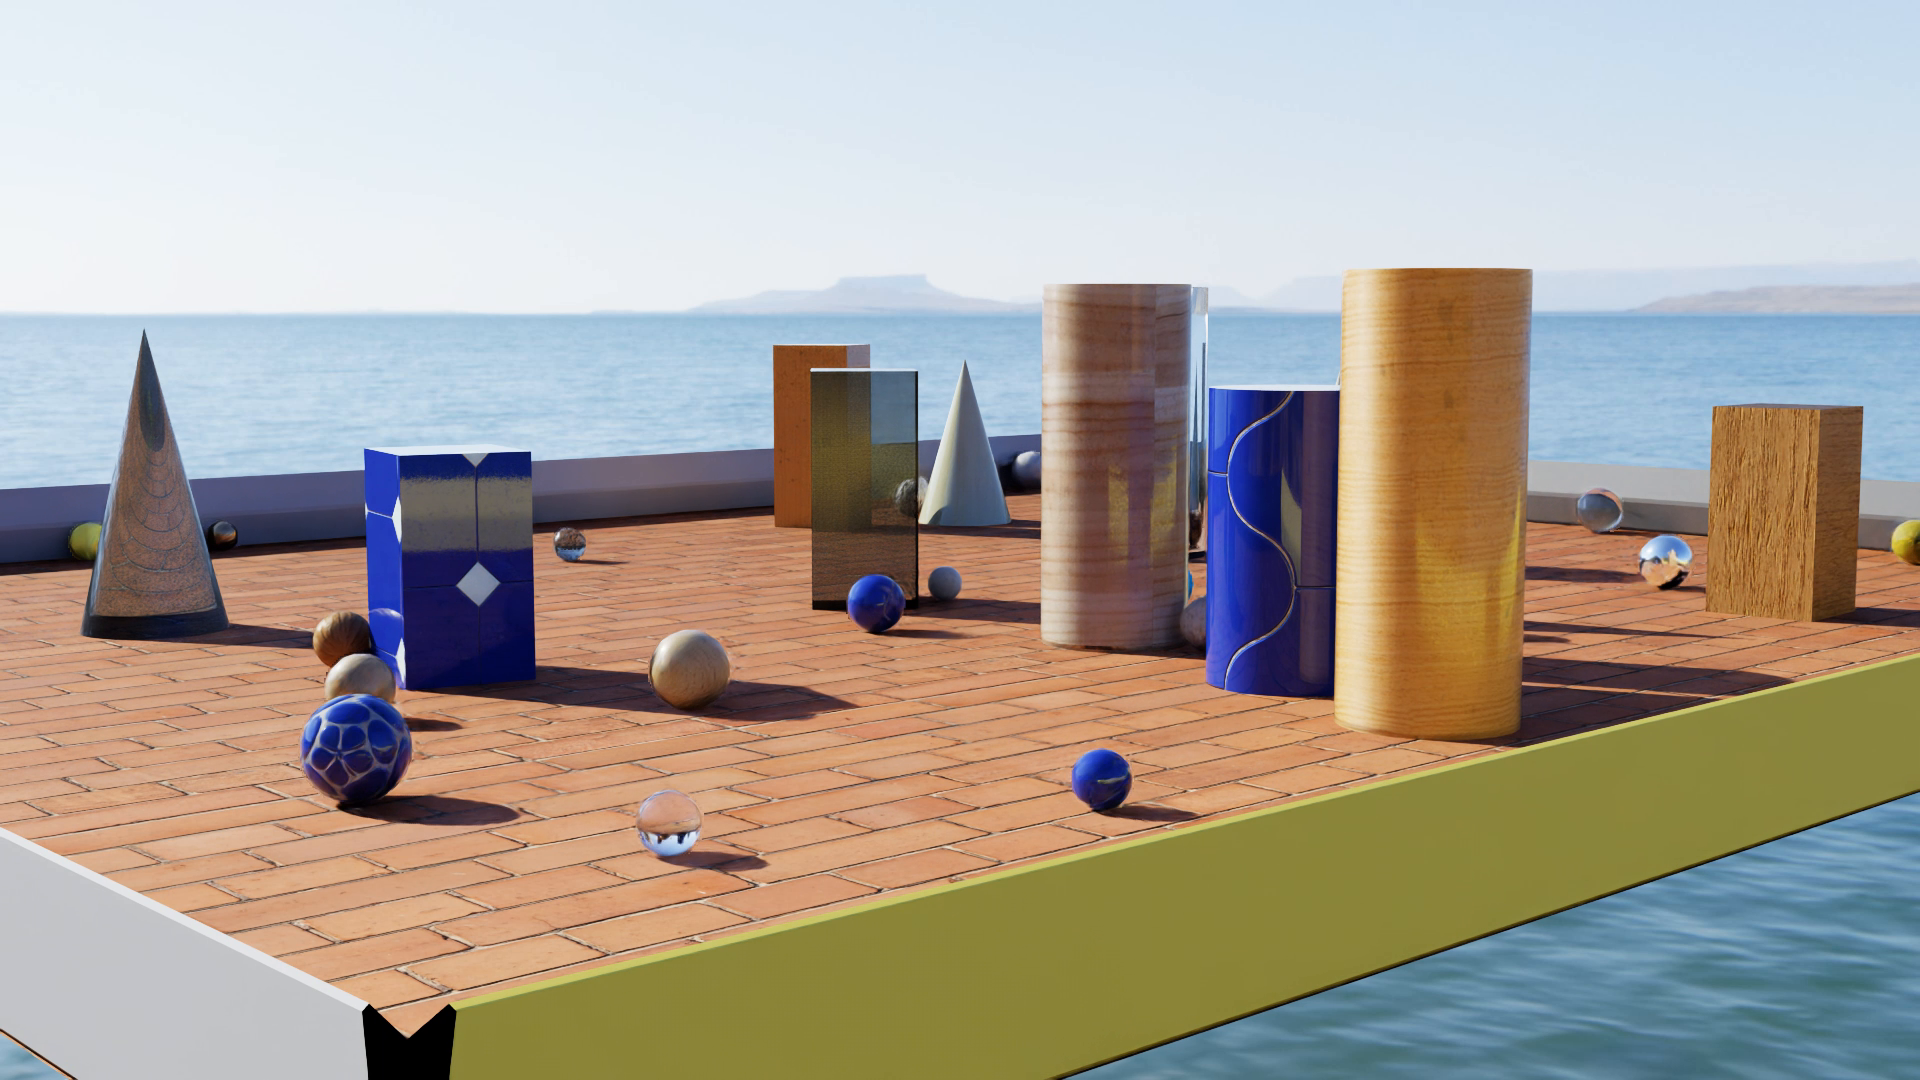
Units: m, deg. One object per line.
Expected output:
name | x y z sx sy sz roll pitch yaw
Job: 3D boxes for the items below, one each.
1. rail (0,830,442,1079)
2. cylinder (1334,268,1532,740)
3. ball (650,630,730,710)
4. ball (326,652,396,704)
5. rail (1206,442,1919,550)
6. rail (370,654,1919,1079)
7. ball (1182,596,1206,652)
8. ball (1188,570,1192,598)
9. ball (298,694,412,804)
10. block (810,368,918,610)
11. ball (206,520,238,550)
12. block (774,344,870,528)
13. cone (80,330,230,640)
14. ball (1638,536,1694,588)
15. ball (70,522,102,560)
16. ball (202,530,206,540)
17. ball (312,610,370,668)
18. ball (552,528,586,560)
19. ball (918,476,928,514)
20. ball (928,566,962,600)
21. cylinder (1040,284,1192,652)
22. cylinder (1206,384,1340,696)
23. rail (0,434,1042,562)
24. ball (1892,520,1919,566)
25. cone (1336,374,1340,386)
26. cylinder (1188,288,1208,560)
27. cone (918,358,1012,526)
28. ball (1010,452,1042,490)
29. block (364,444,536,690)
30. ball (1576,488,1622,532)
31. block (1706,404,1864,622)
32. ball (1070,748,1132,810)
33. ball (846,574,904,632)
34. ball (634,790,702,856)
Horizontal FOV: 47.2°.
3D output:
rail | -1.295 0.157 2.144 0.045 0.129 3.126 -5 8 -42
cylinder | 0.506 -0.045 2.361 0.199 0.488 0.199 0 6 0
ball | -0.303 0.145 2.464 0.089 0.089 0.089 0 6 0
ball | -0.652 0.160 2.393 0.074 0.074 0.074 0 6 0
rail | 1.295 -0.090 4.520 0.045 0.129 3.126 -5 8 -42
rail | 1.044 0.151 2.207 3.571 0.129 0.045 -5 8 -42
ball | 0.327 0.110 2.880 0.074 0.074 0.074 0 6 0
ball | 0.305 0.066 3.263 0.080 0.080 0.080 0 6 0
ball | -0.548 0.189 1.995 0.099 0.099 0.099 0 6 0
block | -0.146 -0.081 3.351 0.159 0.356 0.159 0 6 -4
ball | -1.372 -0.008 4.091 0.056 0.056 0.056 0 6 0
block | -0.286 -0.219 4.583 0.159 0.375 0.159 2 6 15
cone | -1.128 -0.085 3.063 0.199 0.423 0.199 0 6 0
ball | 1.138 0.035 3.545 0.085 0.085 0.085 0 6 0
ball | -1.554 0.003 3.930 0.068 0.068 0.068 0 6 0
ball | -1.424 -0.003 4.077 0.049 0.049 0.049 0 6 0
ball | -0.766 0.125 2.733 0.074 0.074 0.074 0 6 0
ball | -0.698 0.008 3.927 0.059 0.059 0.059 0 6 0
ball | -0.101 -0.097 4.816 0.085 0.085 0.085 0 6 0
ball | -0.023 0.067 3.387 0.053 0.053 0.053 0 6 0
cylinder | 0.208 -0.101 2.945 0.199 0.479 0.199 0 6 0
cylinder | 0.395 -0.005 2.625 0.199 0.354 0.199 0 6 0
rail | -1.044 -0.084 4.457 3.571 0.129 0.045 -5 8 -42
ball | 1.679 0.004 3.862 0.080 0.080 0.080 0 6 0
cone | 0.553 -0.070 3.212 0.199 0.363 0.199 0 6 0
cylinder | 0.351 -0.215 4.007 0.199 0.486 0.199 0 6 0
cone | 0.010 -0.212 4.647 0.199 0.346 0.199 0 6 0
ball | 0.174 -0.172 5.486 0.094 0.094 0.094 0 6 0
block | -0.622 0.028 2.681 0.159 0.277 0.159 -3 7 -29
ball | 1.285 -0.060 4.423 0.091 0.091 0.091 0 6 0
block | 1.220 -0.045 3.254 0.159 0.305 0.159 6 8 43
ball | 0.127 0.214 1.968 0.055 0.055 0.055 0 6 0
ball | -0.117 0.088 3.059 0.081 0.081 0.081 0 6 0
ball | -0.239 0.232 1.801 0.054 0.054 0.054 0 6 0
